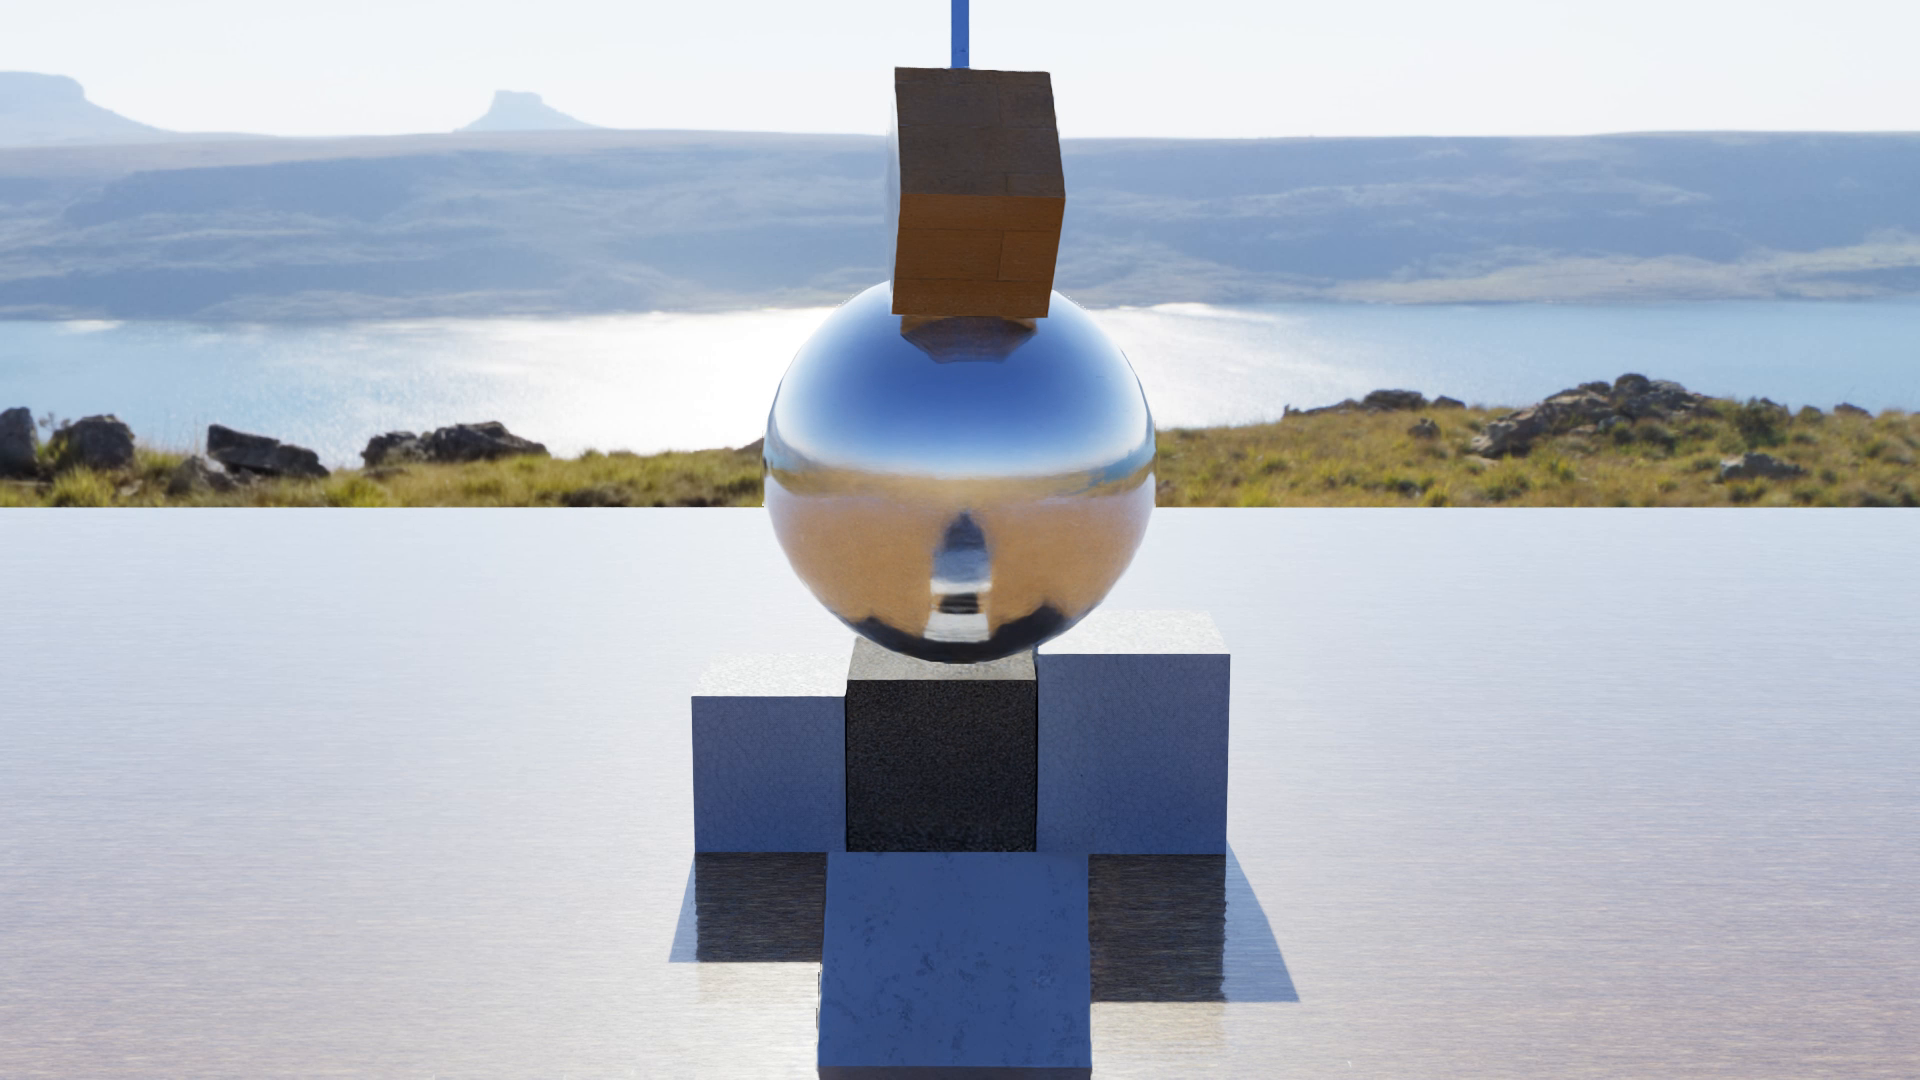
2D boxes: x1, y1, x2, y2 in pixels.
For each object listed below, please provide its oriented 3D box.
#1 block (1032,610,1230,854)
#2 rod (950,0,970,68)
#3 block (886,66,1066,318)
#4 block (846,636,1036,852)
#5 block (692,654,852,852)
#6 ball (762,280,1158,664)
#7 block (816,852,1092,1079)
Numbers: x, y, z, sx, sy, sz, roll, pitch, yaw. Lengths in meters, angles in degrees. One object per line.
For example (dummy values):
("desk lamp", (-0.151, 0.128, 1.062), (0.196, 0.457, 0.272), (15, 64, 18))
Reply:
("block", (0.855, 0.971, 11.357), (0.943, 1.026, 1.000), (0, 10, 0))
("rod", (0.000, -3.636, 9.550), (0.080, 5.200, 0.080), (0, -11, 0))
("block", (0.042, -1.312, 8.300), (0.593, 0.601, 0.712), (1, 50, -6))
("block", (-0.091, 1.039, 11.362), (0.932, 0.890, 0.956), (0, 10, 0))
("block", (-0.947, 1.082, 11.370), (0.759, 0.803, 0.925), (0, 10, 0))
("ball", (0.000, -0.301, 8.889), (1.600, 1.600, 1.600), (0, 10, 0))
("block", (-0.001, 1.601, 7.472), (0.866, 0.869, 0.750), (0, 54, 2))
